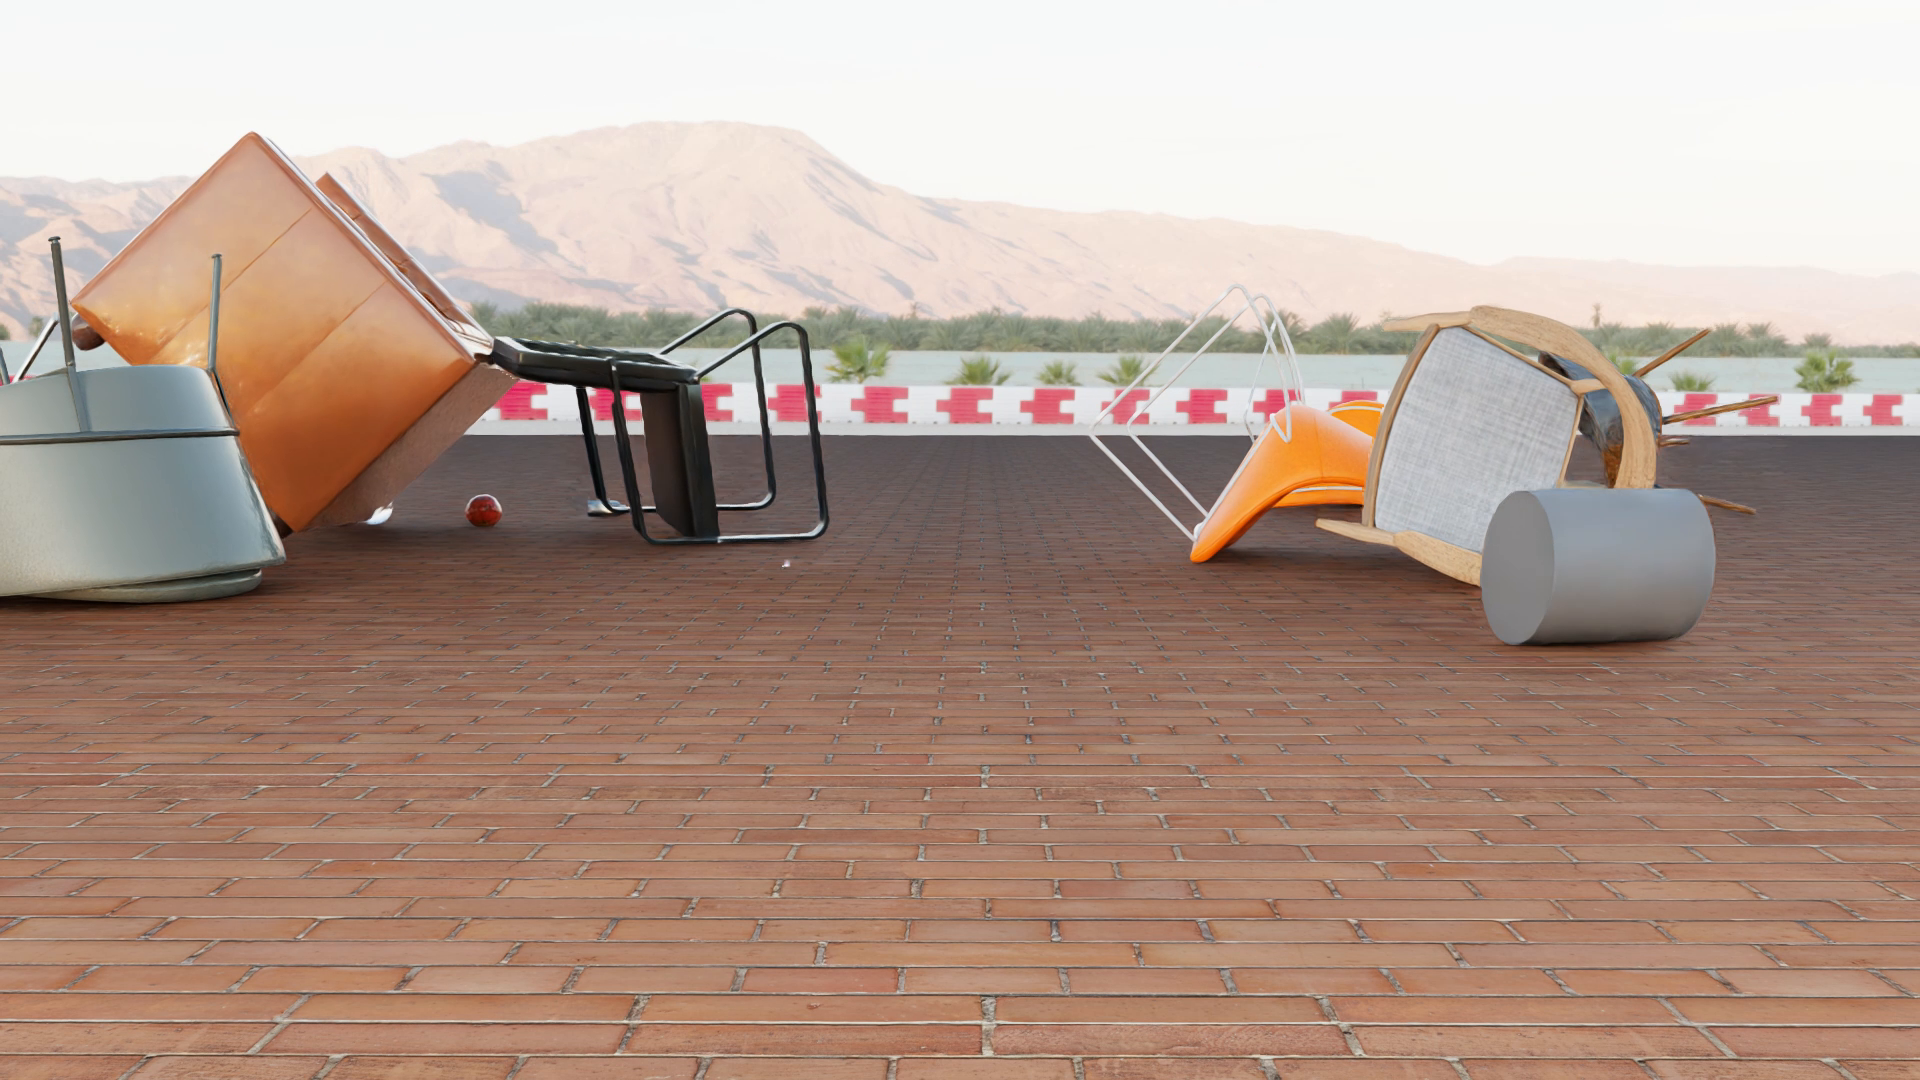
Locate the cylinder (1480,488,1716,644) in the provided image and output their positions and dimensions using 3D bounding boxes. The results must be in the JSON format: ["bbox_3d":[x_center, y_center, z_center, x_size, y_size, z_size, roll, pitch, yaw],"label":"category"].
[{"bbox_3d":[1.117,0.045,3.867,0.309,0.283,0.241,-1,35,-15],"label":"cylinder"}]

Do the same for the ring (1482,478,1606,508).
[{"bbox_3d":[2.116,-0.153,7.928,0.465,0.119,0.403,3,5,27],"label":"ring"}]

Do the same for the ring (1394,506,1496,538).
[{"bbox_3d":[1.498,-0.055,6.671,0.360,0.095,0.166,1,2,-2],"label":"ring"}]

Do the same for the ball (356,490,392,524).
[{"bbox_3d":[-1.939,-0.108,7.283,0.115,0.115,0.115,0,4,0],"label":"ball"}]

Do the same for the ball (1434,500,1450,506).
[{"bbox_3d":[1.677,-0.107,7.659,0.060,0.060,0.060,0,4,0],"label":"ball"}]
